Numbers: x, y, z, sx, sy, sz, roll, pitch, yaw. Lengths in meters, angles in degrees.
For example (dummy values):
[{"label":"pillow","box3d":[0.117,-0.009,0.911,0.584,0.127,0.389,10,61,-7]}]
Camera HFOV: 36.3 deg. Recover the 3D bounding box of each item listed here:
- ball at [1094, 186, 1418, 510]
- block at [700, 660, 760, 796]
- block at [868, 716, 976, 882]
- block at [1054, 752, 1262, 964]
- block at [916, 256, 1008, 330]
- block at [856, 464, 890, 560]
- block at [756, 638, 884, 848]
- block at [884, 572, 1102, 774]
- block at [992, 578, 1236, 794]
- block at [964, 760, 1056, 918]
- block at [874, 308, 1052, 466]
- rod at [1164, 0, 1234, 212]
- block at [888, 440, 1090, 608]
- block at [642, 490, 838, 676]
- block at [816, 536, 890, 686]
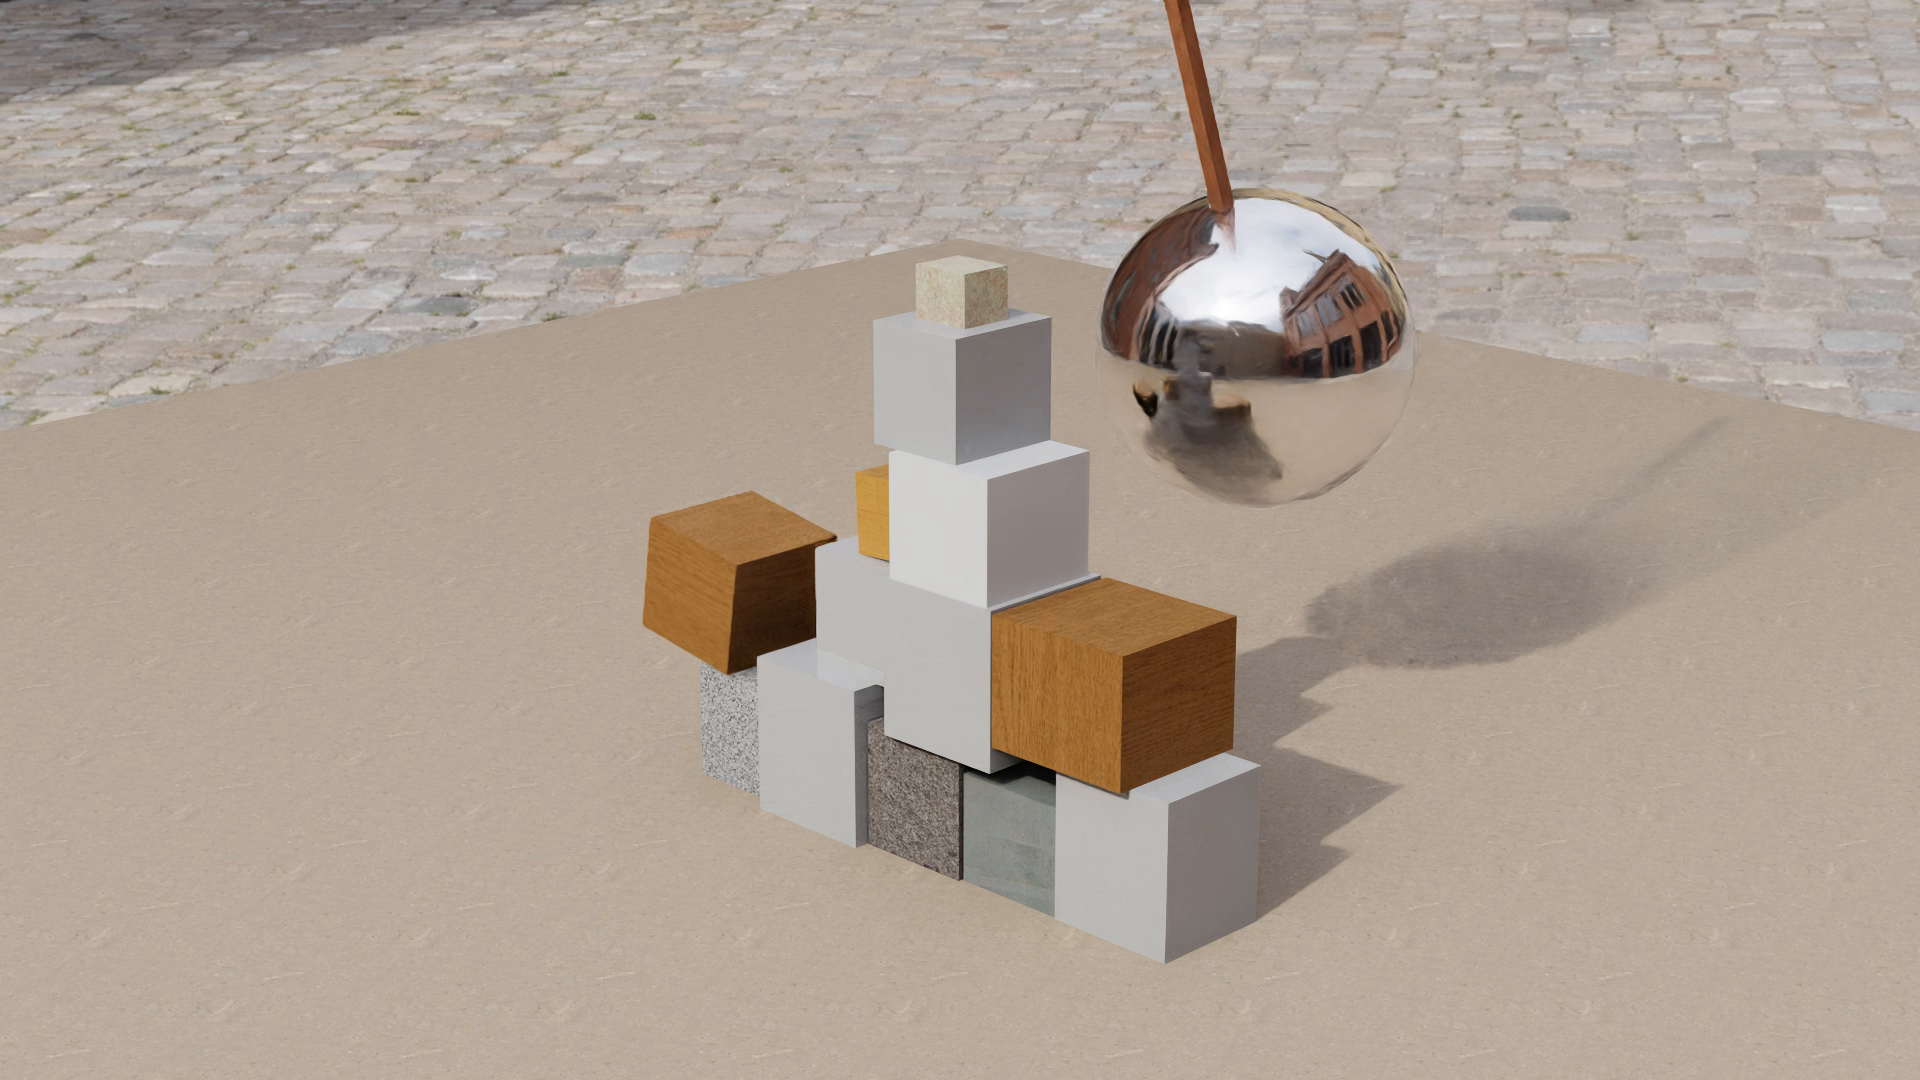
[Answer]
[{"label":"ball","box3d":[1.467,-0.950,14.581,1.600,1.600,1.600,0,17,0]},{"label":"block","box3d":[-0.908,0.879,14.542,0.525,0.603,0.534,-17,24,-42]},{"label":"block","box3d":[-0.012,1.140,13.693,0.579,0.614,0.597,-17,24,-42]},{"label":"block","box3d":[0.865,1.330,12.873,0.613,0.742,0.647,-17,24,-42]},{"label":"block","box3d":[0.007,-1.101,13.003,0.269,0.245,0.307,-17,24,-42]},{"label":"block","box3d":[-0.213,-0.130,13.551,0.354,0.388,0.388,-17,21,-42]},{"label":"block","box3d":[-0.466,0.922,14.107,0.741,0.783,0.677,-17,24,-42]},{"label":"block","box3d":[0.146,0.526,13.353,0.716,0.762,0.677,-17,24,-42]},{"label":"block","box3d":[0.672,0.623,12.853,0.742,0.619,0.763,-17,24,-42]},{"label":"block","box3d":[0.415,1.306,13.312,0.557,0.525,0.571,-17,24,-42]},{"label":"block","box3d":[0.012,-0.714,13.130,0.606,0.568,0.517,-17,24,-42]},{"label":"rod","box3d":[0.636,-3.744,12.831,0.080,5.200,0.080,17,44,42]},{"label":"block","box3d":[0.131,-0.116,13.148,0.653,0.585,0.613,-17,24,-42]},{"label":"block","box3d":[-1.093,0.204,14.543,0.658,0.591,0.647,-17,33,-42]},{"label":"block","box3d":[-0.295,0.316,13.769,0.505,0.575,0.576,-17,24,-42]}]
